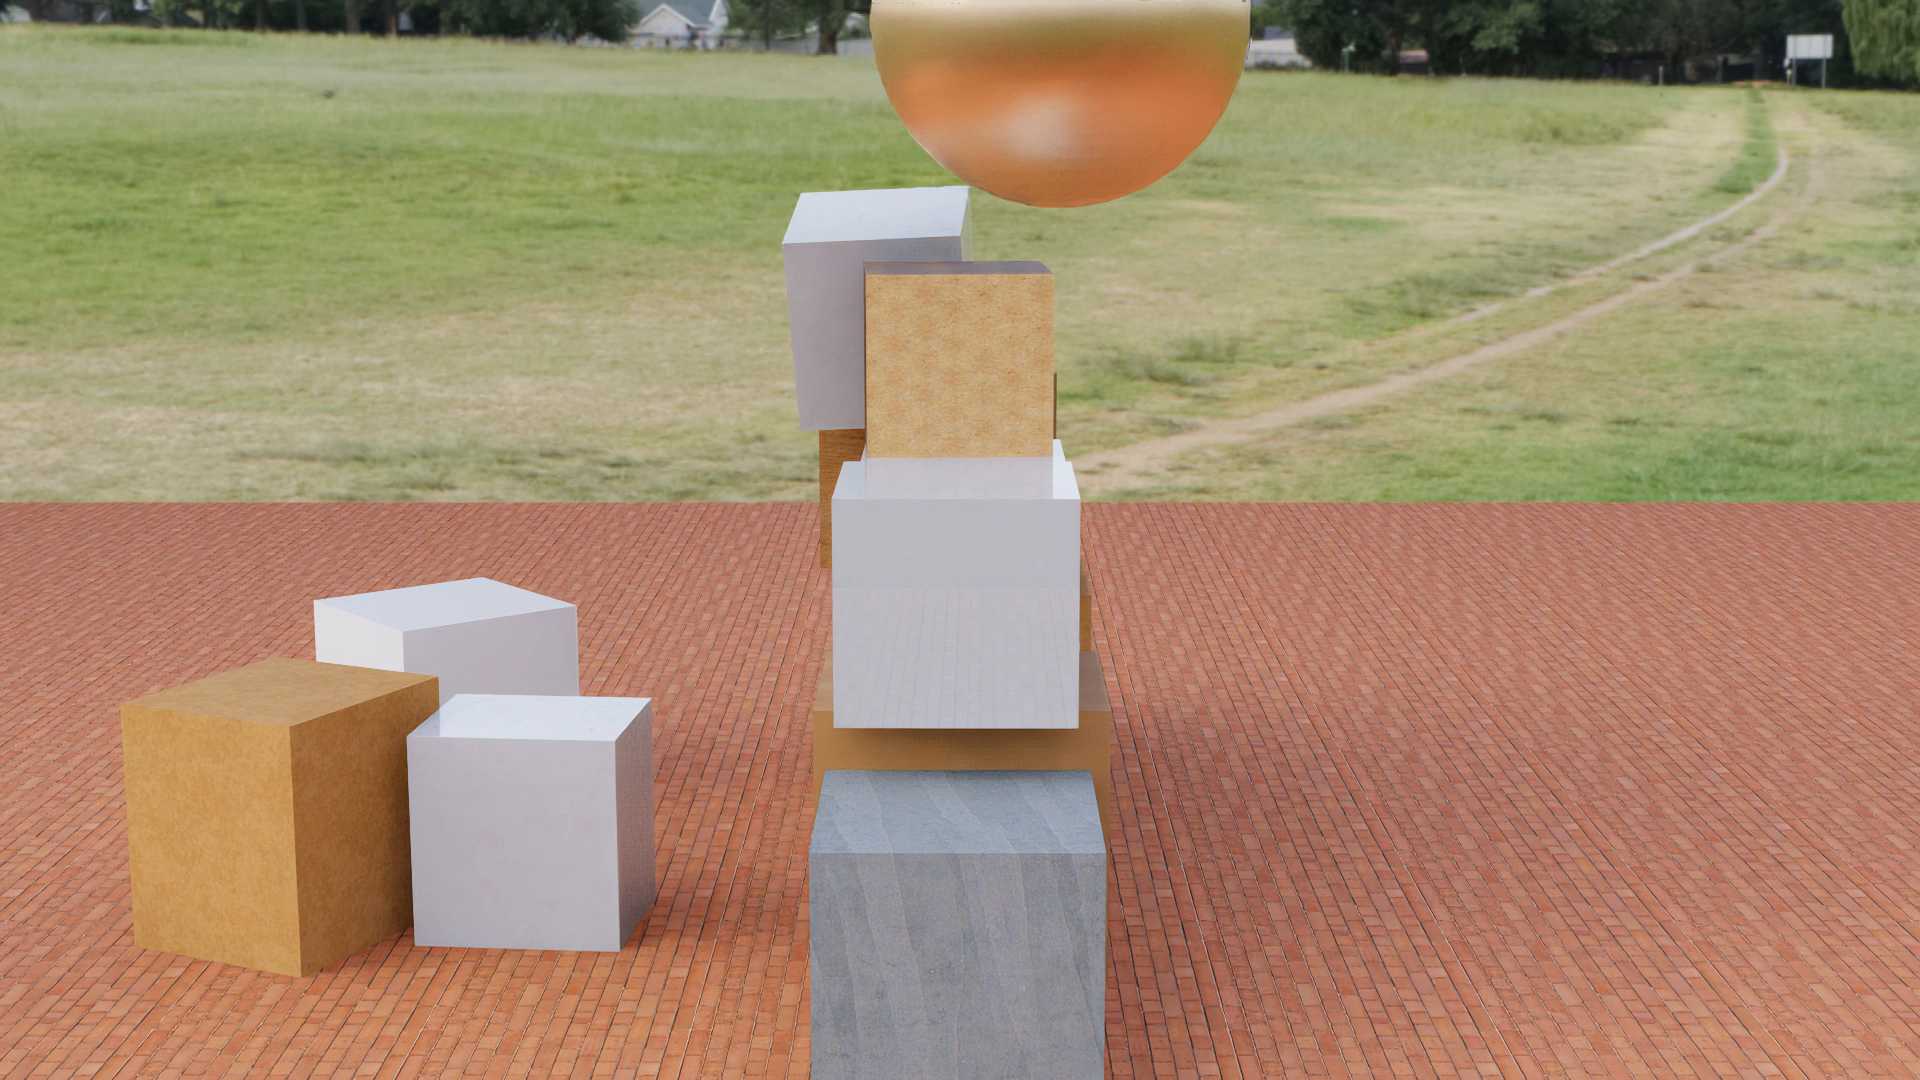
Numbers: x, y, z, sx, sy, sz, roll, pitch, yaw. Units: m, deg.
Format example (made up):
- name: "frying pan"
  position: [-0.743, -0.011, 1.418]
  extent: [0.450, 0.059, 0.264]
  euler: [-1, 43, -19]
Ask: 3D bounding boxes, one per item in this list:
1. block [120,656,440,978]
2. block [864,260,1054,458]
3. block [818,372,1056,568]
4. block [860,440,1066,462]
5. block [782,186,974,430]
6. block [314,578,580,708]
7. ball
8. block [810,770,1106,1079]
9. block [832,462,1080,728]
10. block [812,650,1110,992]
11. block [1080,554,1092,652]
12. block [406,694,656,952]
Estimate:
- name: "block"
  position: [-2.774, 1.113, 10.598]
  extent: [0.860, 1.017, 0.937]
  euler: [5, 11, 25]
- name: "block"
  position: [-0.018, -0.786, 10.994]
  extent: [0.776, 0.761, 0.759]
  euler: [-1, 10, -3]
- name: "block"
  position: [-0.096, -0.352, 12.649]
  extent: [0.971, 0.882, 0.875]
  euler: [3, 11, 15]
- name: "block"
  position: [0.013, 0.034, 10.799]
  extent: [0.846, 0.784, 0.998]
  euler: [0, 10, 0]
- name: "block"
  position: [-0.346, -1.082, 11.907]
  extent: [0.795, 0.899, 0.770]
  euler: [-2, 24, 4]
- name: "block"
  position: [-2.557, 0.763, 12.810]
  extent: [0.949, 0.916, 0.940]
  euler: [-8, 13, -39]
- name: "ball"
  position: [0.421, -2.200, 10.780]
  extent: [1.600, 1.600, 1.600]
  euler: [0, 10, 0]
- name: "block"
  position: [-0.008, 1.409, 9.324]
  extent: [1.011, 0.892, 1.065]
  euler: [0, 10, 0]
- name: "block"
  position: [-0.012, 0.192, 9.855]
  extent: [0.905, 0.859, 0.913]
  euler: [0, 10, 0]
- name: "block"
  position: [0.008, 1.108, 10.347]
  extent: [1.131, 1.119, 1.029]
  euler: [0, 10, 0]
- name: "block"
  position: [0.017, 0.716, 12.435]
  extent: [1.174, 1.142, 1.138]
  euler: [0, 10, 0]
- name: "block"
  position: [-1.769, 1.164, 10.699]
  extent: [0.849, 0.881, 0.717]
  euler: [1, 10, 5]
